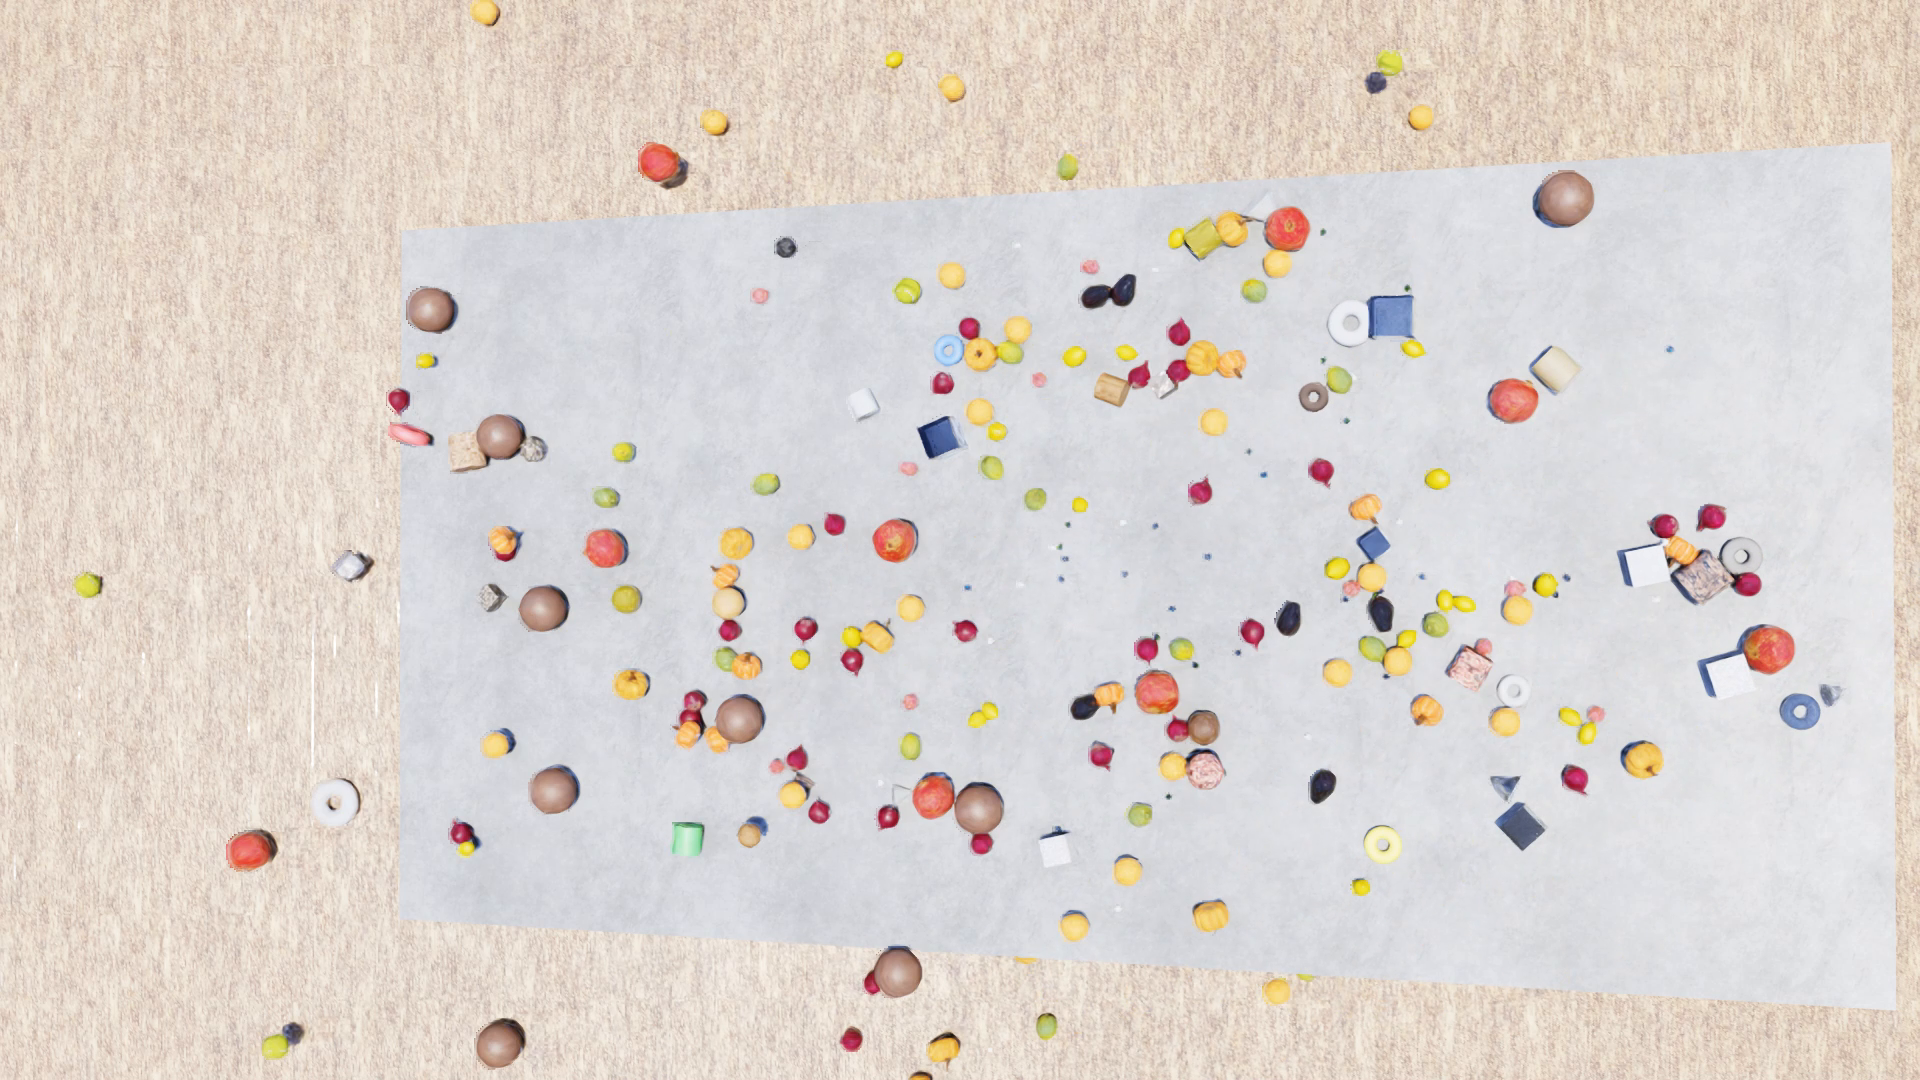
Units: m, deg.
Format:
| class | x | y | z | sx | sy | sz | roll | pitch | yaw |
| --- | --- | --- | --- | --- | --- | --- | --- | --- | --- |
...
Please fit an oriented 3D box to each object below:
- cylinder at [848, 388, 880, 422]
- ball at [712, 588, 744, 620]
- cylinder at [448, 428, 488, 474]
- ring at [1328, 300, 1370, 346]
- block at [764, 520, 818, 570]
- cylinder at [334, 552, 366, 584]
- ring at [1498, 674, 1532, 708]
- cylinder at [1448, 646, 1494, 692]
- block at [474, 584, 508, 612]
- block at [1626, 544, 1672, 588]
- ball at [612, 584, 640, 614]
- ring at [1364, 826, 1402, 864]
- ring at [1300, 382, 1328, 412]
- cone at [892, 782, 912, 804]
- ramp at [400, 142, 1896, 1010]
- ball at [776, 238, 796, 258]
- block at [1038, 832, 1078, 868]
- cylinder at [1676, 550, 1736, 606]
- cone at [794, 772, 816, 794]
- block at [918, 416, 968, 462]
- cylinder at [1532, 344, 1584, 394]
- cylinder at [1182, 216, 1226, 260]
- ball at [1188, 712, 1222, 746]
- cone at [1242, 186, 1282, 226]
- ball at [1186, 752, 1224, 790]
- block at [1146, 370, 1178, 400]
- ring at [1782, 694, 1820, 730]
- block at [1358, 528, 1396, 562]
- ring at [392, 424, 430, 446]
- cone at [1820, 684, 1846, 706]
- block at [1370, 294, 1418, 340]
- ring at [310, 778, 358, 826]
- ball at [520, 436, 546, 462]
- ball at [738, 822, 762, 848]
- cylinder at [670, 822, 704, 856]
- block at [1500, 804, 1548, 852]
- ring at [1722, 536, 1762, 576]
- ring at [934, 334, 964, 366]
| class | x | y | z | sx | sy | sz | roll | pitch | yaw |
| --- | --- | --- | --- | --- | --- | --- | --- | --- | --- |
| cylinder | -0.257 | -0.362 | 5.877 | 0.066 | 0.066 | 0.066 | -26 | 83 | 0 |
| ball | -0.630 | 0.172 | 5.961 | 0.089 | 0.089 | 0.089 | 0 | 89 | 0 |
| cylinder | -1.401 | -0.252 | 6.259 | 0.098 | 0.098 | 0.098 | -15 | 75 | 0 |
| ring | 0.973 | -0.538 | 5.466 | 0.117 | 0.039 | 0.117 | 0 | 91 | 20 |
| block | -0.454 | 0.013 | 5.935 | 0.087 | 0.087 | 0.087 | -40 | 84 | 24 |
| cylinder | -1.775 | 0.080 | 6.396 | 0.066 | 0.066 | 0.066 | 39 | 77 | 0 |
| ring | 1.344 | 0.366 | 5.330 | 0.081 | 0.027 | 0.081 | 0 | 90 | 20 |
| cylinder | 1.241 | 0.313 | 5.337 | 0.083 | 0.083 | 0.083 | 30 | 99 | 0 |
| block | -1.333 | 0.163 | 6.253 | 0.055 | 0.055 | 0.055 | 46 | 103 | 14 |
| block | 1.629 | 0.062 | 5.203 | 0.085 | 0.085 | 0.085 | -14 | 85 | 19 |
| ball | -0.927 | 0.164 | 6.098 | 0.080 | 0.080 | 0.080 | 0 | 89 | 0 |
| ring | 1.044 | 0.753 | 5.427 | 0.094 | 0.031 | 0.094 | 0 | 91 | 20 |
| ring | 0.885 | -0.358 | 5.501 | 0.075 | 0.025 | 0.075 | 0 | 90 | 21 |
| cone | -0.149 | 0.671 | 5.848 | 0.056 | 0.056 | 0.056 | -1 | 89 | -16 |
| ramp | 0.279 | 0.091 | 5.773 | 4.000 | 0.100 | 2.000 | 0 | 89 | 19 |
| ball | -0.473 | -0.792 | 5.966 | 0.054 | 0.054 | 0.054 | 0 | 89 | 0 |
| block | 0.255 | 0.800 | 5.681 | 0.072 | 0.072 | 0.072 | -15 | 84 | 18 |
| cylinder | 1.747 | 0.089 | 5.156 | 0.096 | 0.096 | 0.096 | -40 | 89 | 15 |
| cone | -0.414 | 0.659 | 5.940 | 0.060 | 0.060 | 0.060 | 3 | 89 | -7 |
| block | -0.044 | -0.267 | 5.790 | 0.089 | 0.089 | 0.089 | -23 | 82 | 18 |
| cylinder | 1.434 | -0.409 | 5.277 | 0.085 | 0.085 | 0.085 | -43 | 76 | -1 |
| cylinder | 0.620 | -0.765 | 5.570 | 0.079 | 0.079 | 0.079 | -36 | 89 | 15 |
| ball | 0.616 | 0.475 | 5.551 | 0.086 | 0.086 | 0.086 | 0 | 89 | 0 |
| cone | 0.779 | -0.821 | 5.534 | 0.097 | 0.097 | 0.097 | 42 | 89 | -12 |
| ball | 0.613 | 0.578 | 5.495 | 0.093 | 0.093 | 0.093 | 0 | 89 | 0 |
| block | 0.519 | -0.397 | 5.615 | 0.053 | 0.053 | 0.053 | -34 | 79 | 16 |
| ring | 1.956 | 0.400 | 5.114 | 0.087 | 0.029 | 0.087 | 0 | 91 | 19 |
| block | 1.027 | 0.011 | 5.427 | 0.061 | 0.061 | 0.061 | -37 | 78 | 15 |
| ring | -1.573 | -0.300 | 6.294 | 0.114 | 0.114 | 0.038 | 23 | 95 | 0 |
| cone | 2.030 | 0.351 | 5.091 | 0.054 | 0.054 | 0.054 | -17 | 89 | -11 |
| block | 1.066 | -0.546 | 5.401 | 0.098 | 0.098 | 0.098 | 0 | 89 | 19 |
| ring | -1.833 | 0.770 | 6.445 | 0.140 | 0.047 | 0.140 | 0 | 86 | 0 |
| ball | -1.205 | -0.255 | 6.204 | 0.073 | 0.073 | 0.073 | 0 | 89 | 0 |
| ball | -0.563 | 0.789 | 5.875 | 0.065 | 0.065 | 0.065 | 0 | 89 | 0 |
| cylinder | -0.746 | 0.821 | 6.027 | 0.077 | 0.077 | 0.077 | 13 | 73 | 0 |
| block | 1.358 | 0.692 | 5.294 | 0.076 | 0.076 | 0.076 | -46 | 76 | 13 |
| ring | 1.835 | 0.039 | 5.161 | 0.093 | 0.031 | 0.093 | 0 | 89 | 18 |
| ring | -0.030 | -0.503 | 5.821 | 0.084 | 0.028 | 0.084 | -1 | 88 | 20 |
